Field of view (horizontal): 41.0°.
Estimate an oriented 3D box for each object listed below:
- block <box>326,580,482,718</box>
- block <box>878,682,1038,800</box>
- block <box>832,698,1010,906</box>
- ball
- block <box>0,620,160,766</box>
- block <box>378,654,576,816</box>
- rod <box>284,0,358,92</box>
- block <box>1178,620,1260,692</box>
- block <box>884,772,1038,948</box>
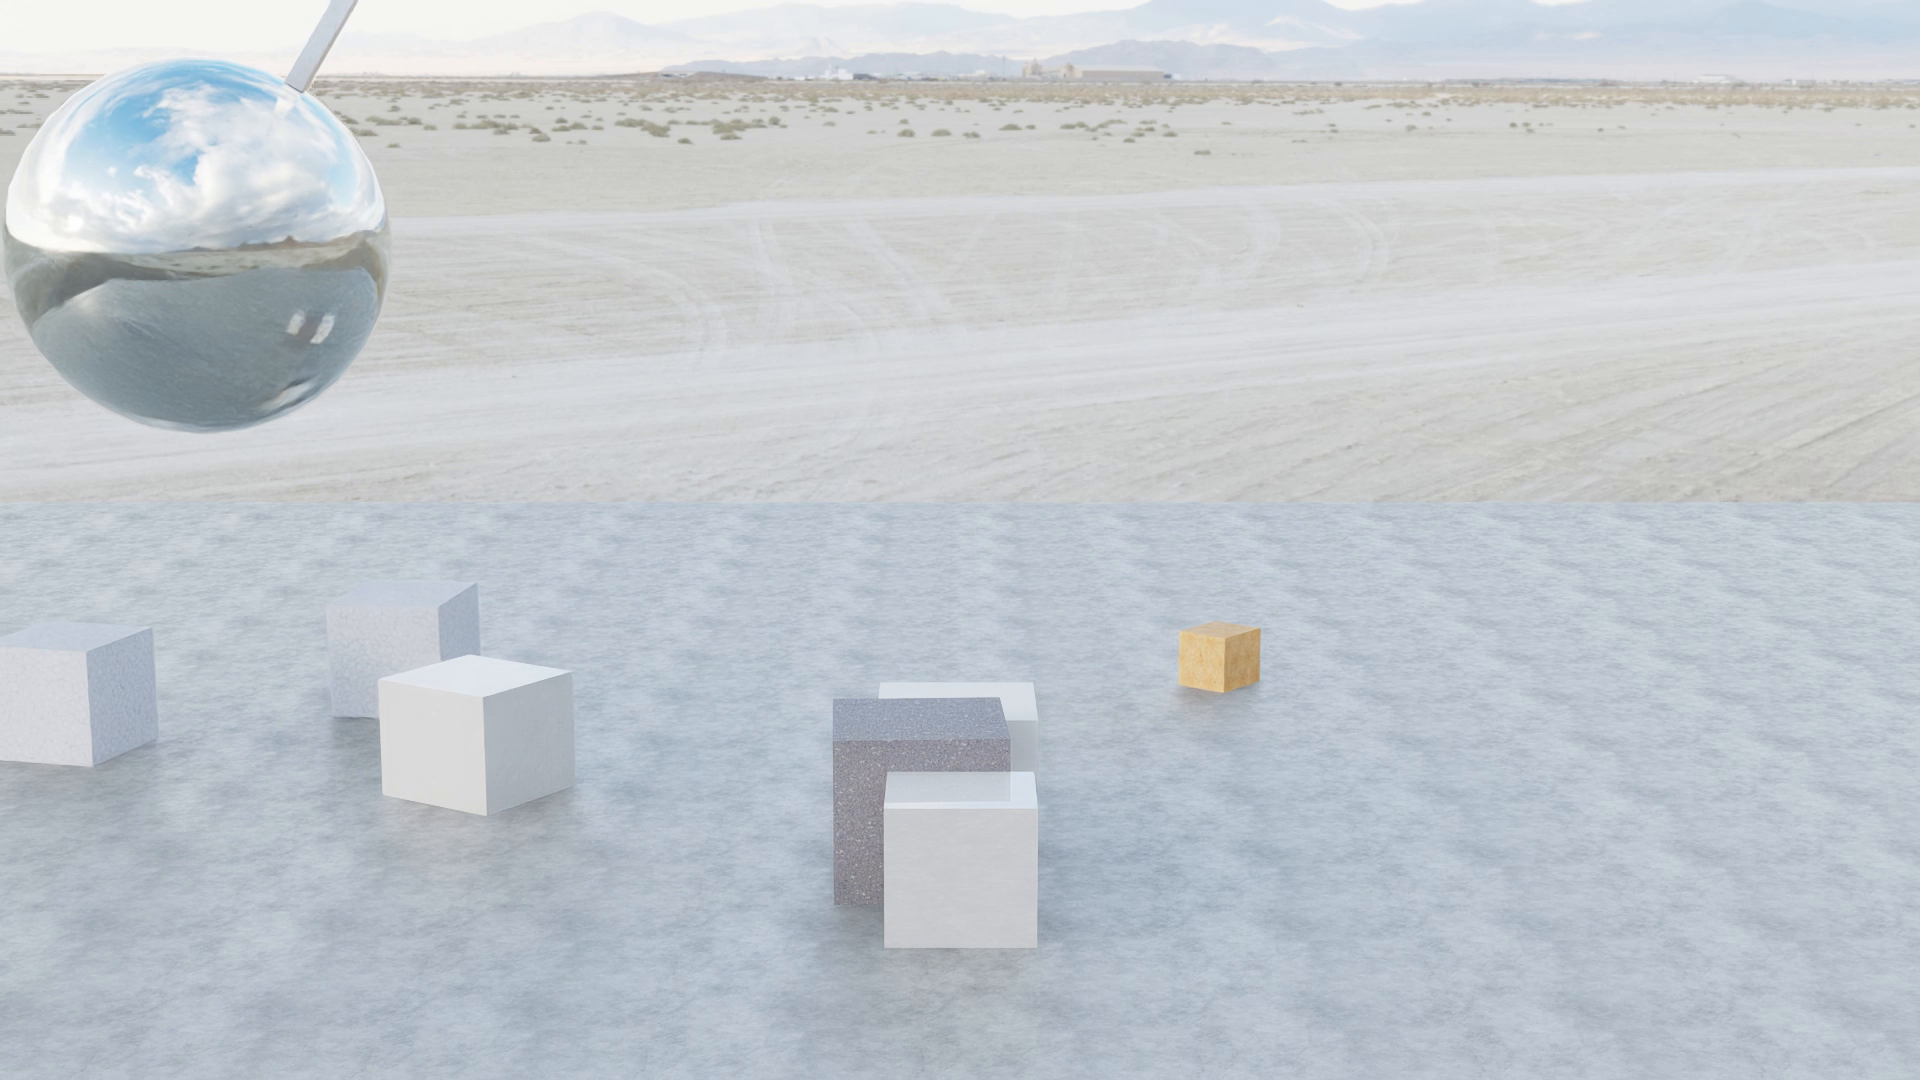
[{"bbox_3d":[-3.113,0.611,14.421,0.636,0.639,0.686,1,11,8],"label":"block"},{"bbox_3d":[-0.014,1.054,12.047,0.736,0.615,0.735,0,10,0],"label":"block"},{"bbox_3d":[-0.179,1.136,11.292,0.754,0.724,0.741,0,10,-3],"label":"block"},{"bbox_3d":[-3.240,-1.253,10.953,1.600,1.600,1.600,0,10,0],"label":"ball"},{"bbox_3d":[-4.672,0.799,13.480,0.621,0.605,0.619,3,11,14],"label":"block"},{"bbox_3d":[-2.384,0.953,12.686,0.688,0.585,0.642,7,12,32],"label":"block"},{"bbox_3d":[-1.404,-4.068,10.441,0.080,5.200,0.080,32,9,-6],"label":"rod"},{"bbox_3d":[1.513,0.677,14.950,0.317,0.319,0.372,8,13,39],"label":"block"},{"bbox_3d":[0.003,1.321,10.660,0.622,0.587,0.556,0,10,0],"label":"block"}]
